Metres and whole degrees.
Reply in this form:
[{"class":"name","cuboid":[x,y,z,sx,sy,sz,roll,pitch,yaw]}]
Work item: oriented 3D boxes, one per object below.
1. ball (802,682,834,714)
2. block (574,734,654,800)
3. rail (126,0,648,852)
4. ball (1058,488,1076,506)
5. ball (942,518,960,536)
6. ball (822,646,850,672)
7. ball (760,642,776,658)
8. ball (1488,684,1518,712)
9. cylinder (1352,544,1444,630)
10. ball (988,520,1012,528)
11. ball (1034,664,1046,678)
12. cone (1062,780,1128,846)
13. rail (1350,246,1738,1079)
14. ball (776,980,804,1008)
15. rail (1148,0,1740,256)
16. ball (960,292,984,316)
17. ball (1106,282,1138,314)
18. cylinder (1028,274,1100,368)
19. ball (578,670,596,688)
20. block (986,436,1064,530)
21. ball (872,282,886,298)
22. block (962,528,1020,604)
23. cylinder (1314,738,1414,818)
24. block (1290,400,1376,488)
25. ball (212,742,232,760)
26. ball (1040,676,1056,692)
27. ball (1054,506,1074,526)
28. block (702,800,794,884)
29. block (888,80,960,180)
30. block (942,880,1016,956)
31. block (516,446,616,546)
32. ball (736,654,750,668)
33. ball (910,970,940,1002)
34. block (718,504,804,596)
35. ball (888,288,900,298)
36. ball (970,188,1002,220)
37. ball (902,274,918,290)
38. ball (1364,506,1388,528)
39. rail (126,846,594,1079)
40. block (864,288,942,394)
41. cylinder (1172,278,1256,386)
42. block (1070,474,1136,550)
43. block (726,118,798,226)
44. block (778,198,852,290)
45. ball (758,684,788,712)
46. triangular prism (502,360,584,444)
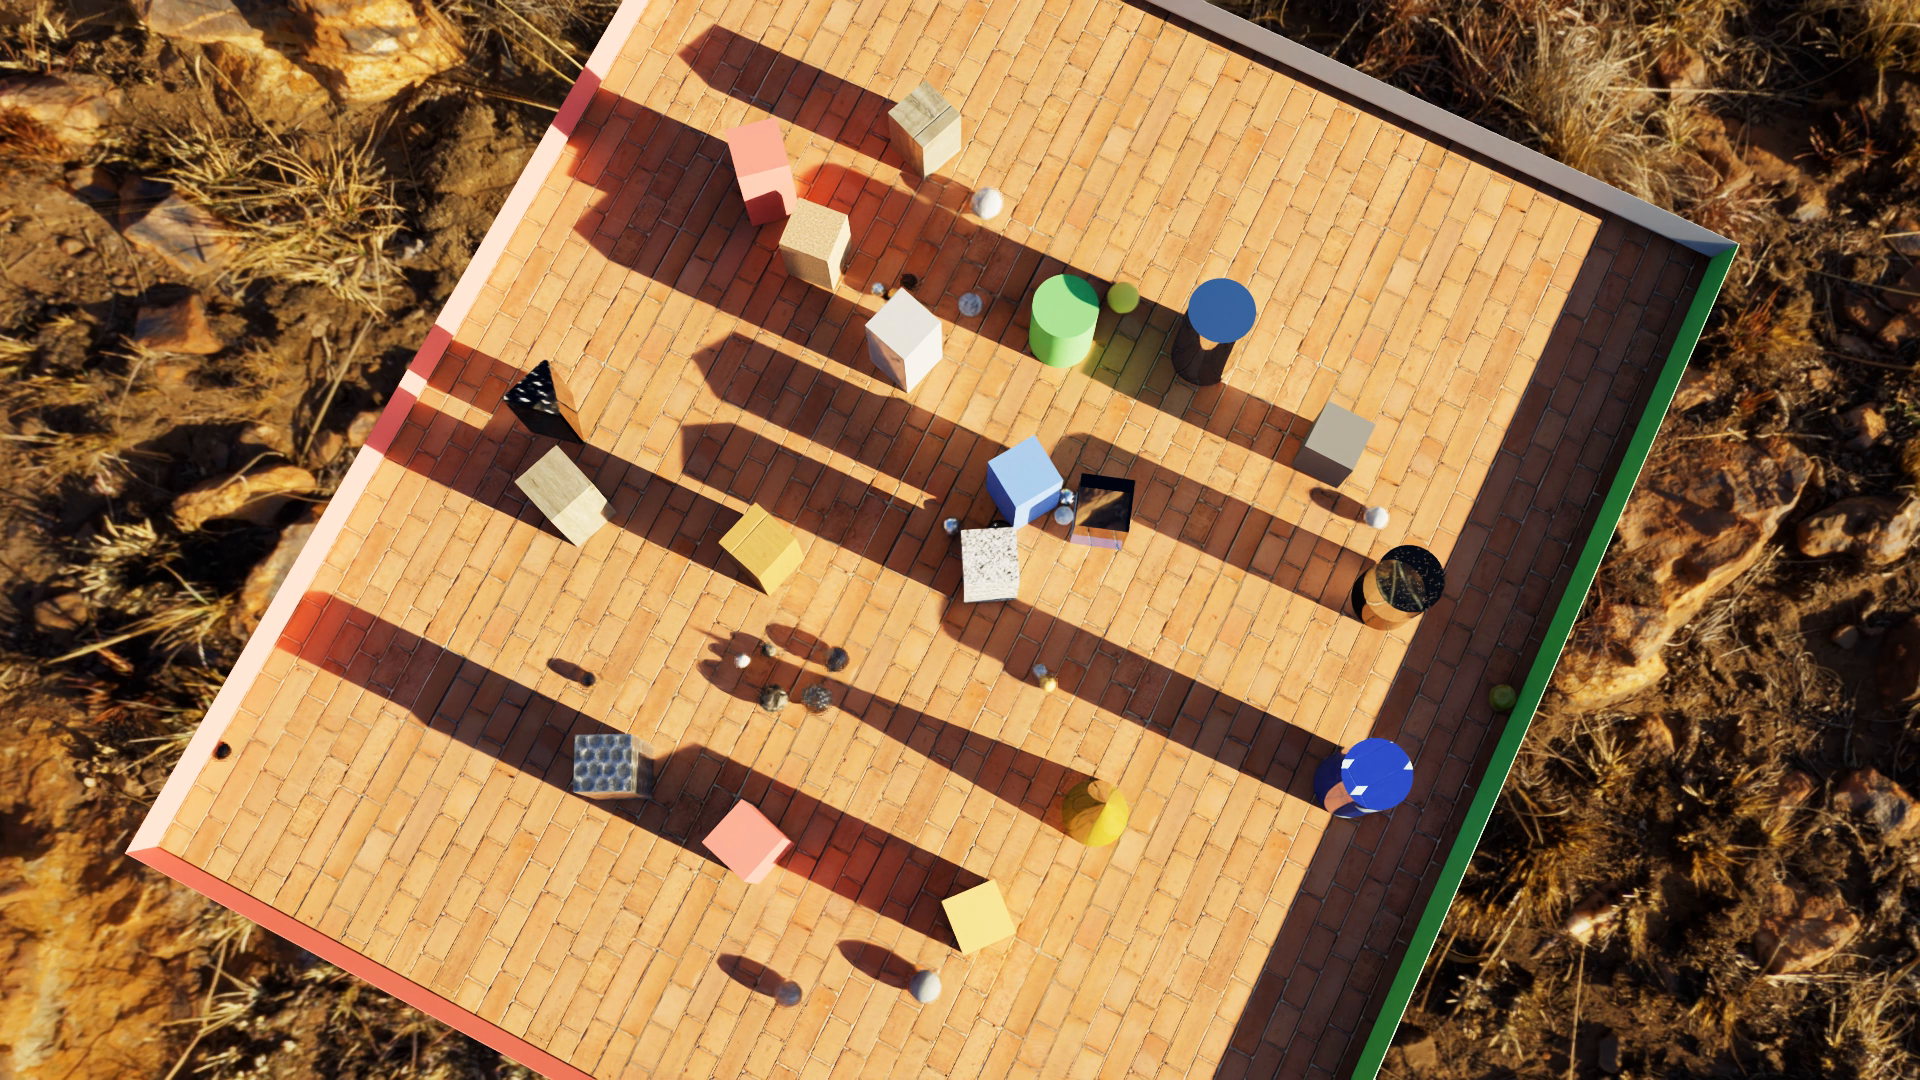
[{"class":"ball","cuboid":[-0.425,0.472,5.472,0.093,0.093,0.093,0,78,0]},{"class":"block","cuboid":[-0.996,0.659,5.289,0.159,0.375,0.159,-1,78,0]},{"class":"rail","cuboid":[-1.539,-0.746,5.704,0.045,0.129,3.824,26,80,5]},{"class":"ball","cuboid":[0.326,-0.131,5.615,0.057,0.057,0.057,0,78,0]},{"class":"ball","cuboid":[-0.027,-0.042,5.597,0.056,0.056,0.056,0,78,0]},{"class":"ball","cuboid":[-0.372,0.358,5.502,0.080,0.080,0.080,0,78,0]},{"class":"ball","cuboid":[-0.578,0.332,5.525,0.044,0.044,0.044,0,78,0]},{"class":"ball","cuboid":[1.623,0.473,5.477,0.082,0.082,0.082,0,78,0]},{"class":"cylinder","cuboid":[1.290,0.145,5.415,0.199,0.337,0.199,0,78,0]},{"class":"ball","cuboid":[0.121,-0.020,5.578,0.085,0.085,0.085,0,78,0]},{"class":"ball","cuboid":[0.241,0.395,5.514,0.040,0.040,0.040,0,78,0]},{"class":"cone","cuboid":[0.401,0.765,5.226,0.199,0.454,0.199,0,78,0]},{"class":"rail","cuboid":[1.539,0.760,5.392,0.045,0.129,3.824,26,80,5]},{"class":"ball","cuboid":[-0.494,1.313,5.304,0.079,0.079,0.079,0,78,0]},{"class":"rail","cuboid":[0.845,-1.647,5.891,3.488,0.129,0.045,26,80,5]},{"class":"ball","cuboid":[0.035,-0.737,5.731,0.075,0.075,0.075,0,78,0]},{"class":"ball","cuboid":[0.508,-0.757,5.723,0.099,0.099,0.099,0,78,0]},{"class":"cylinder","cuboid":[0.315,-0.665,5.600,0.199,0.303,0.199,0,78,0]},{"class":"ball","cuboid":[-1.120,0.418,5.505,0.049,0.049,0.049,0,78,0]},{"class":"block","cuboid":[0.190,-0.165,5.477,0.159,0.340,0.159,-30,80,-6]},{"class":"ball","cuboid":[-0.256,-0.785,5.756,0.045,0.045,0.045,0,78,0]},{"class":"block","cuboid":[0.087,0.077,5.437,0.159,0.321,0.159,-3,78,-1]},{"class":"cylinder","cuboid":[1.153,0.688,5.264,0.199,0.412,0.199,0,78,0]},{"class":"block","cuboid":[1.130,-0.287,5.554,0.159,0.238,0.159,28,80,5]},{"class":"ball","cuboid":[-2.200,0.628,5.458,0.055,0.055,0.055,0,78,0]},{"class":"ball","cuboid":[0.263,0.432,5.502,0.049,0.049,0.049,0,78,0]},{"class":"ball","cuboid":[0.318,-0.075,5.602,0.059,0.059,0.059,0,78,0]},{"class":"block","cuboid":[-0.600,0.867,5.246,0.159,0.373,0.159,42,81,8]},{"class":"block","cuboid":[-0.109,-1.283,5.751,0.159,0.256,0.159,-43,81,-8]},{"class":"block","cuboid":[0.053,1.076,5.227,0.159,0.327,0.159,-22,79,-4]},{"class":"block","cuboid":[-1.166,-0.125,5.447,0.159,0.382,0.159,-43,81,-8]},{"class":"ball","cuboid":[-0.655,0.363,5.521,0.040,0.040,0.040,0,78,0]},{"class":"ball","cuboid":[-0.101,1.291,5.302,0.092,0.092,0.092,0,78,0]},{"class":"block","cuboid":[-0.587,0.031,5.456,0.159,0.302,0.159,41,81,8]},{"class":"ball","cuboid":[-0.202,-0.768,5.752,0.047,0.047,0.047,0,78,0]},{"class":"ball","cuboid":[0.082,-1.062,5.787,0.098,0.098,0.098,0,78,0]},{"class":"ball","cuboid":[-0.158,-0.813,5.761,0.048,0.048,0.048,0,78,0]},{"class":"ball","cuboid":[1.270,-0.070,5.595,0.070,0.070,0.070,0,78,0]},{"class":"rail","cuboid":[-0.845,1.661,5.206,3.488,0.129,0.045,26,80,5]},{"class":"block","cuboid":[-0.168,-0.601,5.562,0.159,0.351,0.159,42,81,8]},{"class":"cylinder","cuboid":[0.760,-0.621,5.524,0.199,0.433,0.199,0,78,0]},{"class":"block","cuboid":[0.426,-0.083,5.501,0.159,0.260,0.159,8,78,2]},{"class":"block","cuboid":[-0.605,-1.131,5.653,0.159,0.388,0.159,-15,79,-3]},{"class":"block","cuboid":[-0.444,-0.914,5.672,0.159,0.263,0.159,21,79,4]},{"class":"ball","cuboid":[-0.558,0.473,5.475,0.086,0.086,0.086,0,78,0]},{"class":"triangular prism","cuboid":[-1.231,-0.424,5.526,0.172,0.350,0.149,15,79,3]}]
